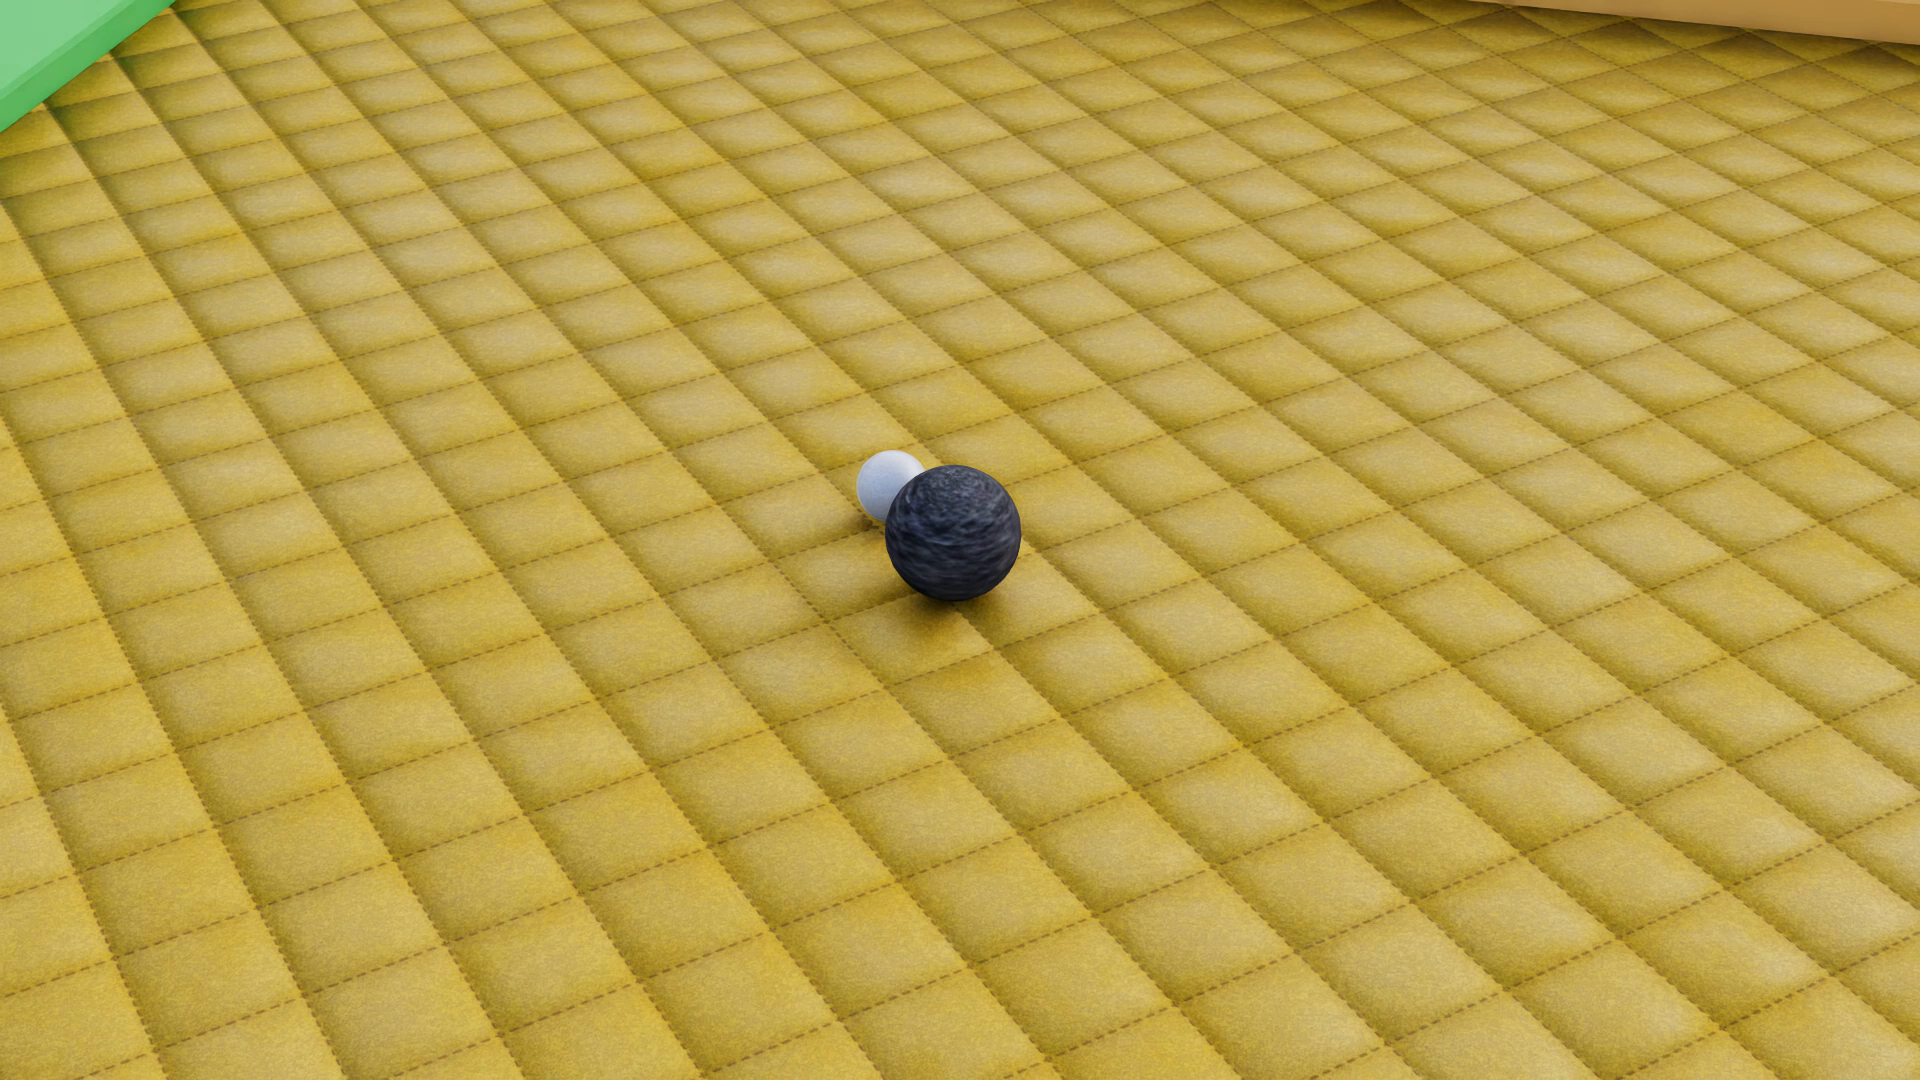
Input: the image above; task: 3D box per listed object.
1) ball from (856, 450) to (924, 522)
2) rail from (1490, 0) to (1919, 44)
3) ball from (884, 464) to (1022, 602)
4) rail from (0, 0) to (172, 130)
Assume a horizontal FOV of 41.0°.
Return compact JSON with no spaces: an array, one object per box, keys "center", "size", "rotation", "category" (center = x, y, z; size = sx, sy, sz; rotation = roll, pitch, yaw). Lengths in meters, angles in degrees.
[{"center":[-0.050,-0.040,1.925],"size":[0.055,0.055,0.055],"rotation":[0,34,0],"category":"ball"},{"center":[1.362,-0.502,2.536],"size":[4.394,0.127,0.045],"rotation":[8,35,12],"category":"rail"},{"center":[-0.005,-0.005,1.835],"size":[0.098,0.098,0.098],"rotation":[0,34,0],"category":"ball"},{"center":[-1.039,-0.177,2.059],"size":[0.045,0.127,2.391],"rotation":[8,35,12],"category":"rail"}]
